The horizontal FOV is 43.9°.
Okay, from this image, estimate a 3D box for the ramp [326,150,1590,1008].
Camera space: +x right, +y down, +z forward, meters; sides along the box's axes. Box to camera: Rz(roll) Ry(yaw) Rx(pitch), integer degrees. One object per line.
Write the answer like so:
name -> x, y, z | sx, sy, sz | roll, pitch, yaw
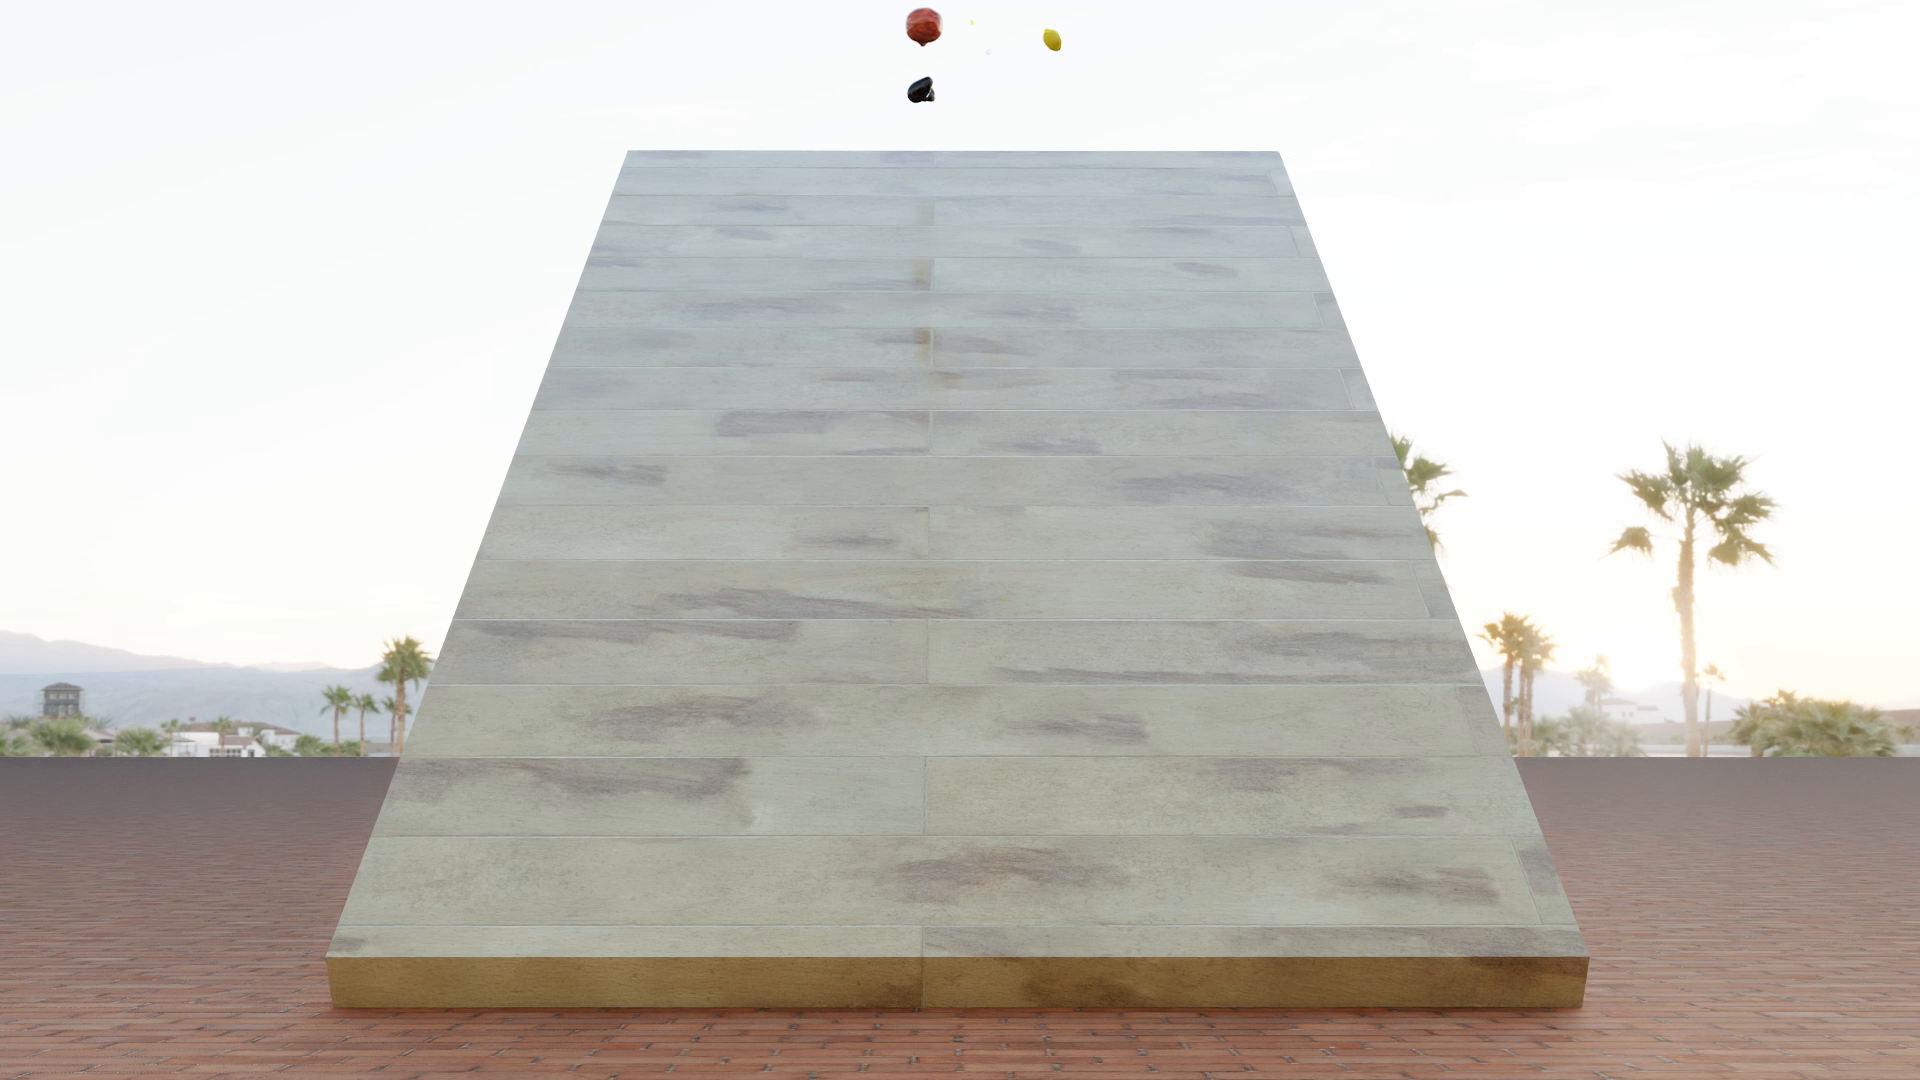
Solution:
ramp -> -0.011, -0.224, 5.560 | 2.000, 0.100, 4.000 | 0, 28, 0
